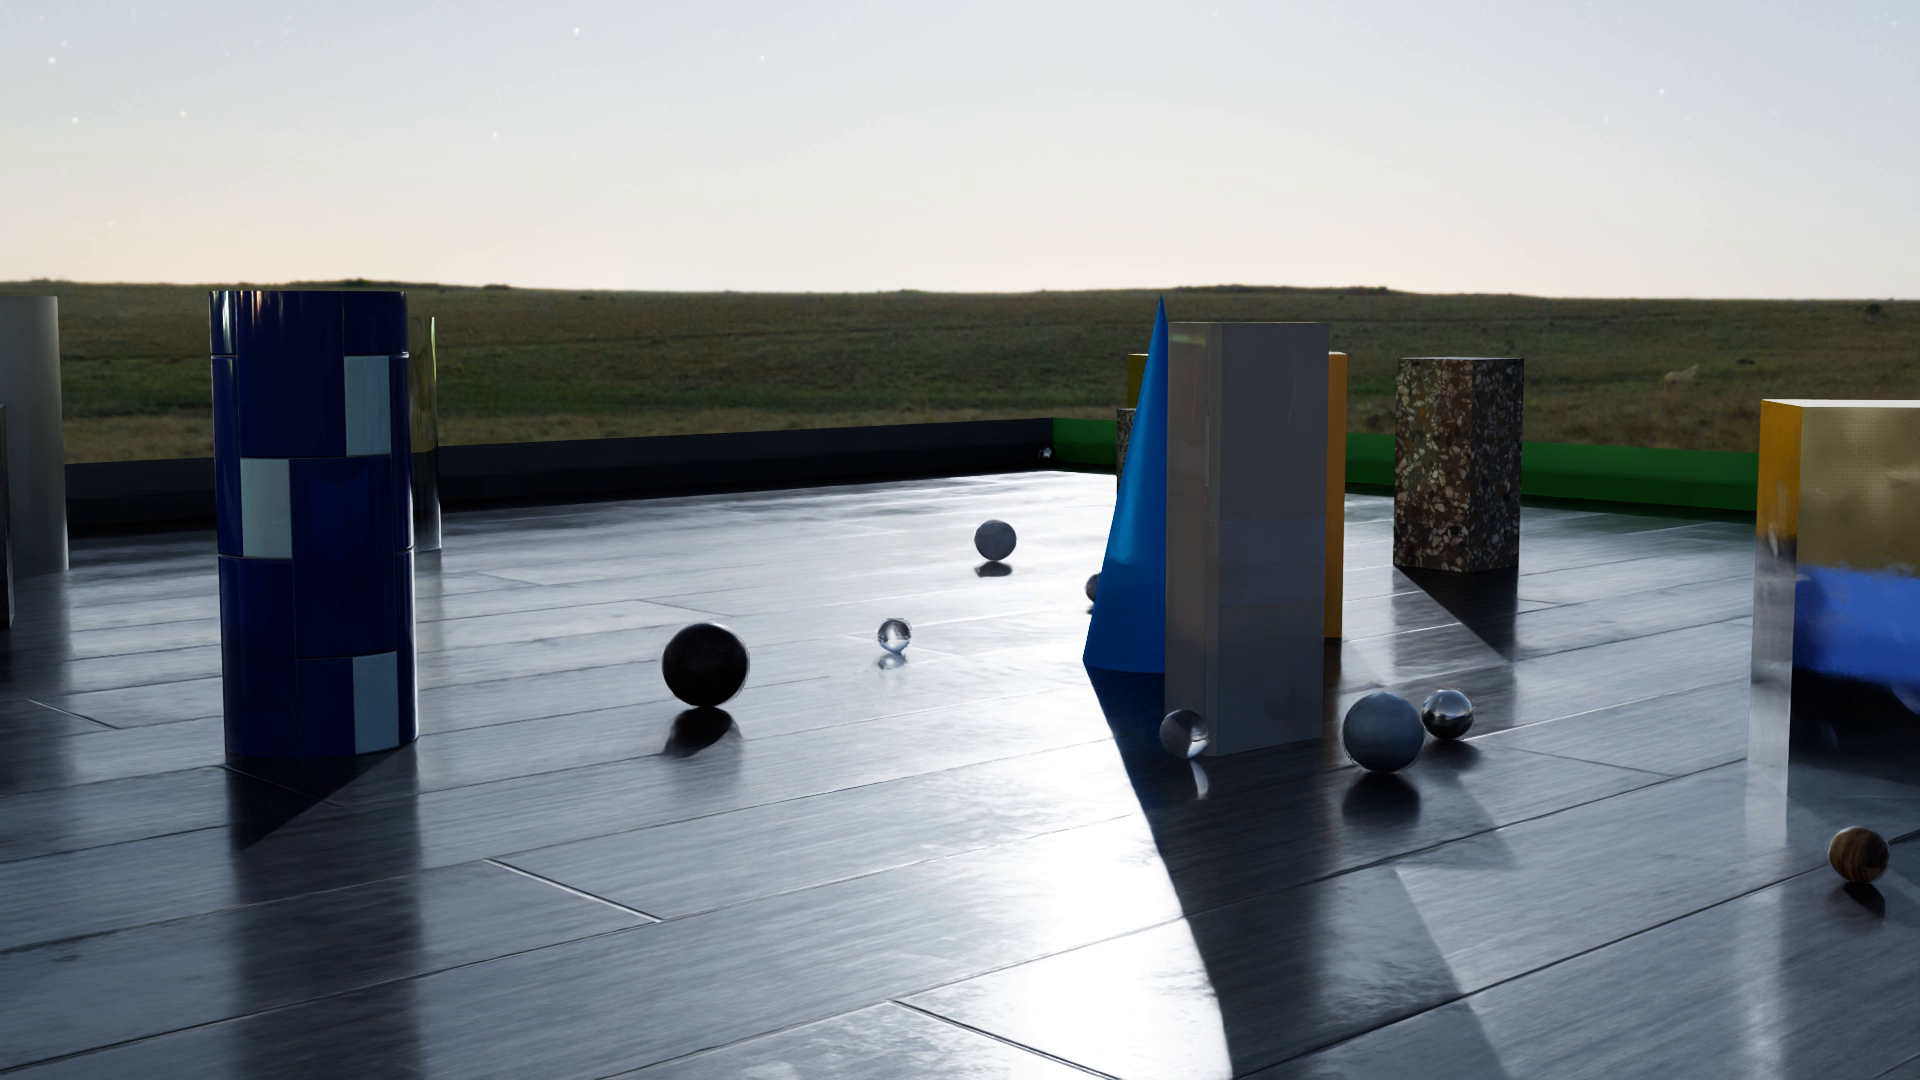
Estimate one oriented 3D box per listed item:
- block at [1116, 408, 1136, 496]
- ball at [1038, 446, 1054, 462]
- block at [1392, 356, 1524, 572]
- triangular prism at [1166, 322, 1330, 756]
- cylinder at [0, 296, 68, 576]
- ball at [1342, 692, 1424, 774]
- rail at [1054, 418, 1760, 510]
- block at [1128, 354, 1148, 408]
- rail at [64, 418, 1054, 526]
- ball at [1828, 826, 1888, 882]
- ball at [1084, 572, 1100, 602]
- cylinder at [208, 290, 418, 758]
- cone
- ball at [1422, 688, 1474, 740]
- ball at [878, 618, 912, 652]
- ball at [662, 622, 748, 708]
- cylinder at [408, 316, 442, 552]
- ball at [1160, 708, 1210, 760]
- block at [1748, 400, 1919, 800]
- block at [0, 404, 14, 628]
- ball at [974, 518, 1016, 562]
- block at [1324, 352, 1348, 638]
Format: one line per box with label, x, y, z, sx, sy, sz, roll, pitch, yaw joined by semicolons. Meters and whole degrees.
block;0.387;-0.100;3.930;0.155;0.266;0.155;-3;7;-30
ball;0.252;-0.248;6.390;0.046;0.046;0.046;0;6;0
block;0.865;-0.135;3.821;0.155;0.360;0.155;-6;8;-43
triangular prism;0.268;-0.010;2.283;0.167;0.431;0.145;-5;8;-40
cylinder;-1.626;-0.179;3.730;0.193;0.465;0.193;0;6;0
ball;0.407;0.186;2.116;0.077;0.077;0.077;0;6;0
rail;1.704;-0.132;4.896;0.045;0.126;4.268;-6;8;-42
block;0.448;-0.202;4.490;0.155;0.352;0.155;-3;7;-26
rail;-1.431;-0.129;4.875;4.684;0.126;0.045;-6;8;-42
ball;0.700;0.245;1.713;0.044;0.044;0.044;0;6;0
ball;0.212;0.073;3.330;0.048;0.048;0.048;0;6;0
cylinder;-0.661;-0.022;2.255;0.193;0.462;0.193;0;6;0
cone;0.251;-0.078;2.771;0.193;0.465;0.193;0;6;0
ball;0.505;0.181;2.278;0.053;0.053;0.053;0;6;0
ball;-0.085;0.124;2.860;0.044;0.044;0.044;0;6;0
ball;-0.286;0.139;2.466;0.096;0.096;0.096;0;6;0
cylinder;-1.069;-0.199;4.089;0.193;0.429;0.193;0;6;0
ball;0.223;0.192;2.183;0.050;0.050;0.050;0;6;0
block;0.845;0.050;2.067;0.155;0.357;0.155;1;6;7
block;-1.429;-0.033;3.104;0.155;0.307;0.155;-2;6;-21
ball;0.063;-0.001;3.897;0.076;0.076;0.076;0;6;0
block;0.451;-0.067;3.054;0.155;0.384;0.155;1;6;6
